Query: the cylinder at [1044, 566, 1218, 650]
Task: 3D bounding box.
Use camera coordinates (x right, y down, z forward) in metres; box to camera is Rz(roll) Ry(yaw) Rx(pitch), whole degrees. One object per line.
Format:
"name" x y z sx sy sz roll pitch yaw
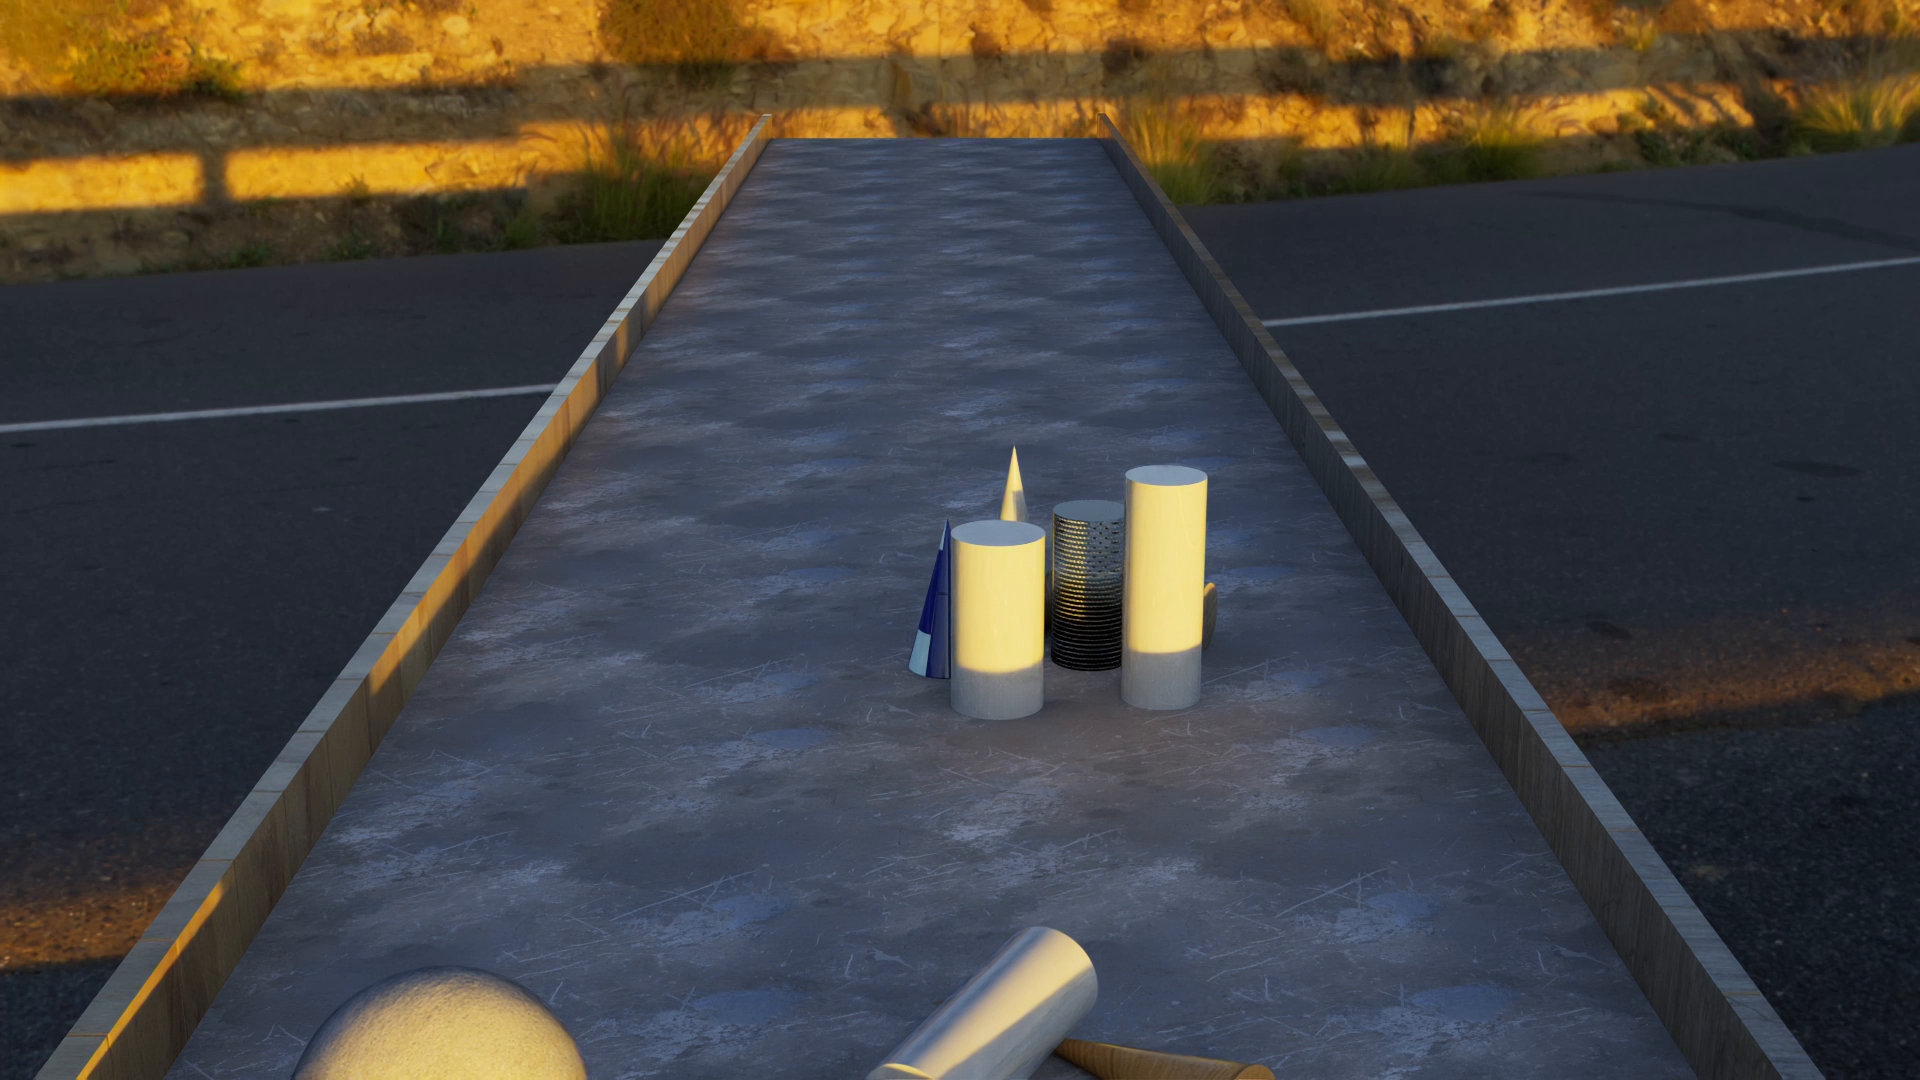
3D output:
"cylinder" 0.347 0.136 4.524 0.337 0.140 0.140 7 18 23

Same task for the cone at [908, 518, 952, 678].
"cone" -0.025 0.102 4.342 0.158 0.308 0.158 0 17 0

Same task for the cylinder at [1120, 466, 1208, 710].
"cylinder" 0.384 0.089 4.159 0.153 0.437 0.153 0 17 0

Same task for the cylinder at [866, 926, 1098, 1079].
"cylinder" 0.030 0.639 2.795 0.144 0.144 0.372 9 22 28

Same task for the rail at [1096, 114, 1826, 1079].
"rail" 0.932 -0.844 7.801 0.050 0.150 12.000 0 17 -1

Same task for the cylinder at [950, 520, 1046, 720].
"cylinder" 0.070 0.149 4.136 0.176 0.337 0.176 0 17 0

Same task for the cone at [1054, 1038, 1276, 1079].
"cone" 0.213 0.681 2.839 0.110 0.110 0.411 -16 15 -42

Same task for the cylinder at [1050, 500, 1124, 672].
"cylinder" 0.260 0.090 4.383 0.155 0.309 0.155 0 17 0

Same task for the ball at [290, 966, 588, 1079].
"ball" -0.581 0.648 2.458 0.337 0.337 0.337 0 17 0

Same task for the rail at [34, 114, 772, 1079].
"rail" -1.118 -0.838 7.780 0.050 0.150 12.000 0 17 -1

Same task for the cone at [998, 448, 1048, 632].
"cone" 0.110 -0.006 4.548 0.156 0.395 0.156 0 18 0
